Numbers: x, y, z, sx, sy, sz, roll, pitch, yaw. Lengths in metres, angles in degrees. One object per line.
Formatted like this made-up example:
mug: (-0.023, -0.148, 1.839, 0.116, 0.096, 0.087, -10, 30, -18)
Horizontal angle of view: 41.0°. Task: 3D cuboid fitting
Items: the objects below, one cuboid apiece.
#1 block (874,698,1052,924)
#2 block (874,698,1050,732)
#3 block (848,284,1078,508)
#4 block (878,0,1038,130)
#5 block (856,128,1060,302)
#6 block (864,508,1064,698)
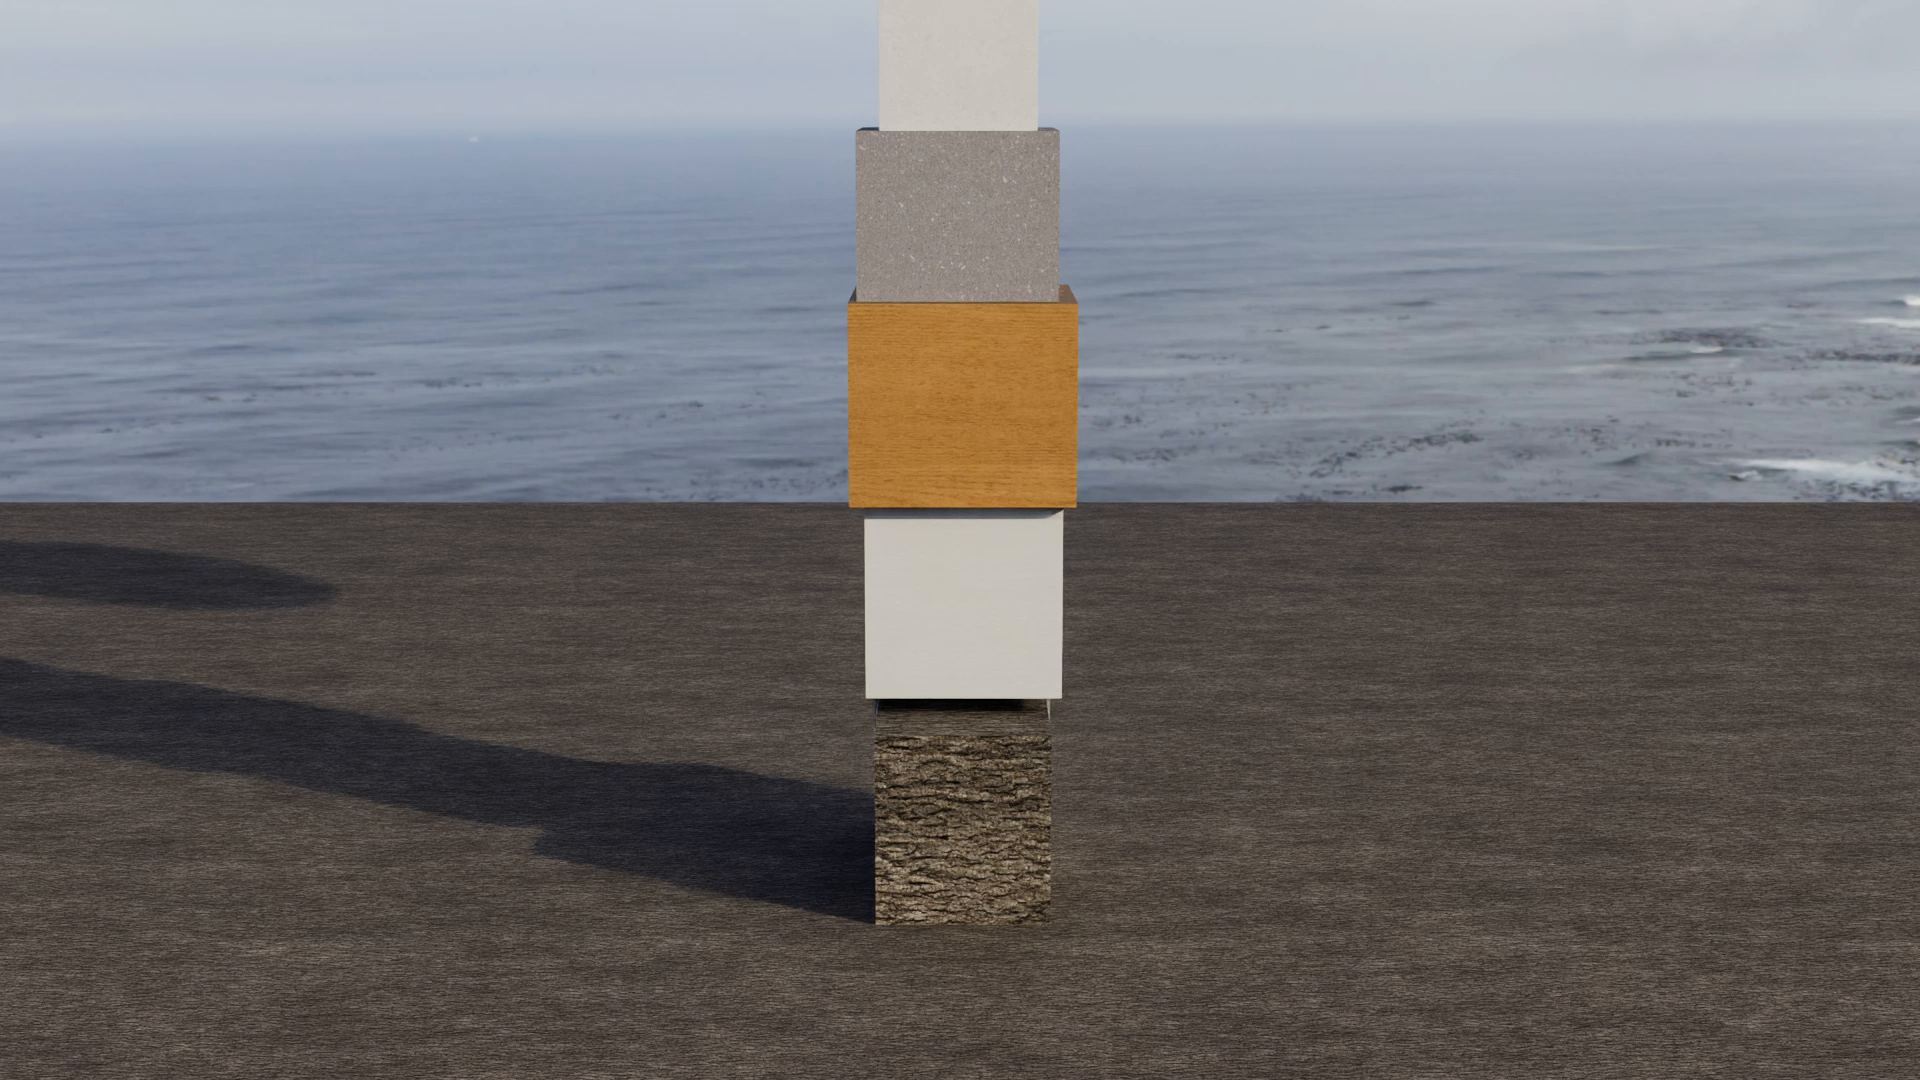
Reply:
block: (0.012, 1.142, 11.018, 0.730, 0.812, 0.743, 0, 10, 0)
block: (0.010, 0.970, 11.739, 0.776, 0.892, 0.719, 0, 10, 0)
block: (0.011, -0.639, 11.063, 0.945, 0.845, 0.981, 0, 10, 0)
block: (-0.007, -2.027, 10.810, 0.651, 0.583, 0.648, 0, 10, 0)
block: (-0.010, -1.398, 10.925, 0.836, 0.696, 0.781, 0, 10, 0)
block: (0.016, 0.187, 11.214, 0.832, 0.836, 0.824, 0, 10, 0)
